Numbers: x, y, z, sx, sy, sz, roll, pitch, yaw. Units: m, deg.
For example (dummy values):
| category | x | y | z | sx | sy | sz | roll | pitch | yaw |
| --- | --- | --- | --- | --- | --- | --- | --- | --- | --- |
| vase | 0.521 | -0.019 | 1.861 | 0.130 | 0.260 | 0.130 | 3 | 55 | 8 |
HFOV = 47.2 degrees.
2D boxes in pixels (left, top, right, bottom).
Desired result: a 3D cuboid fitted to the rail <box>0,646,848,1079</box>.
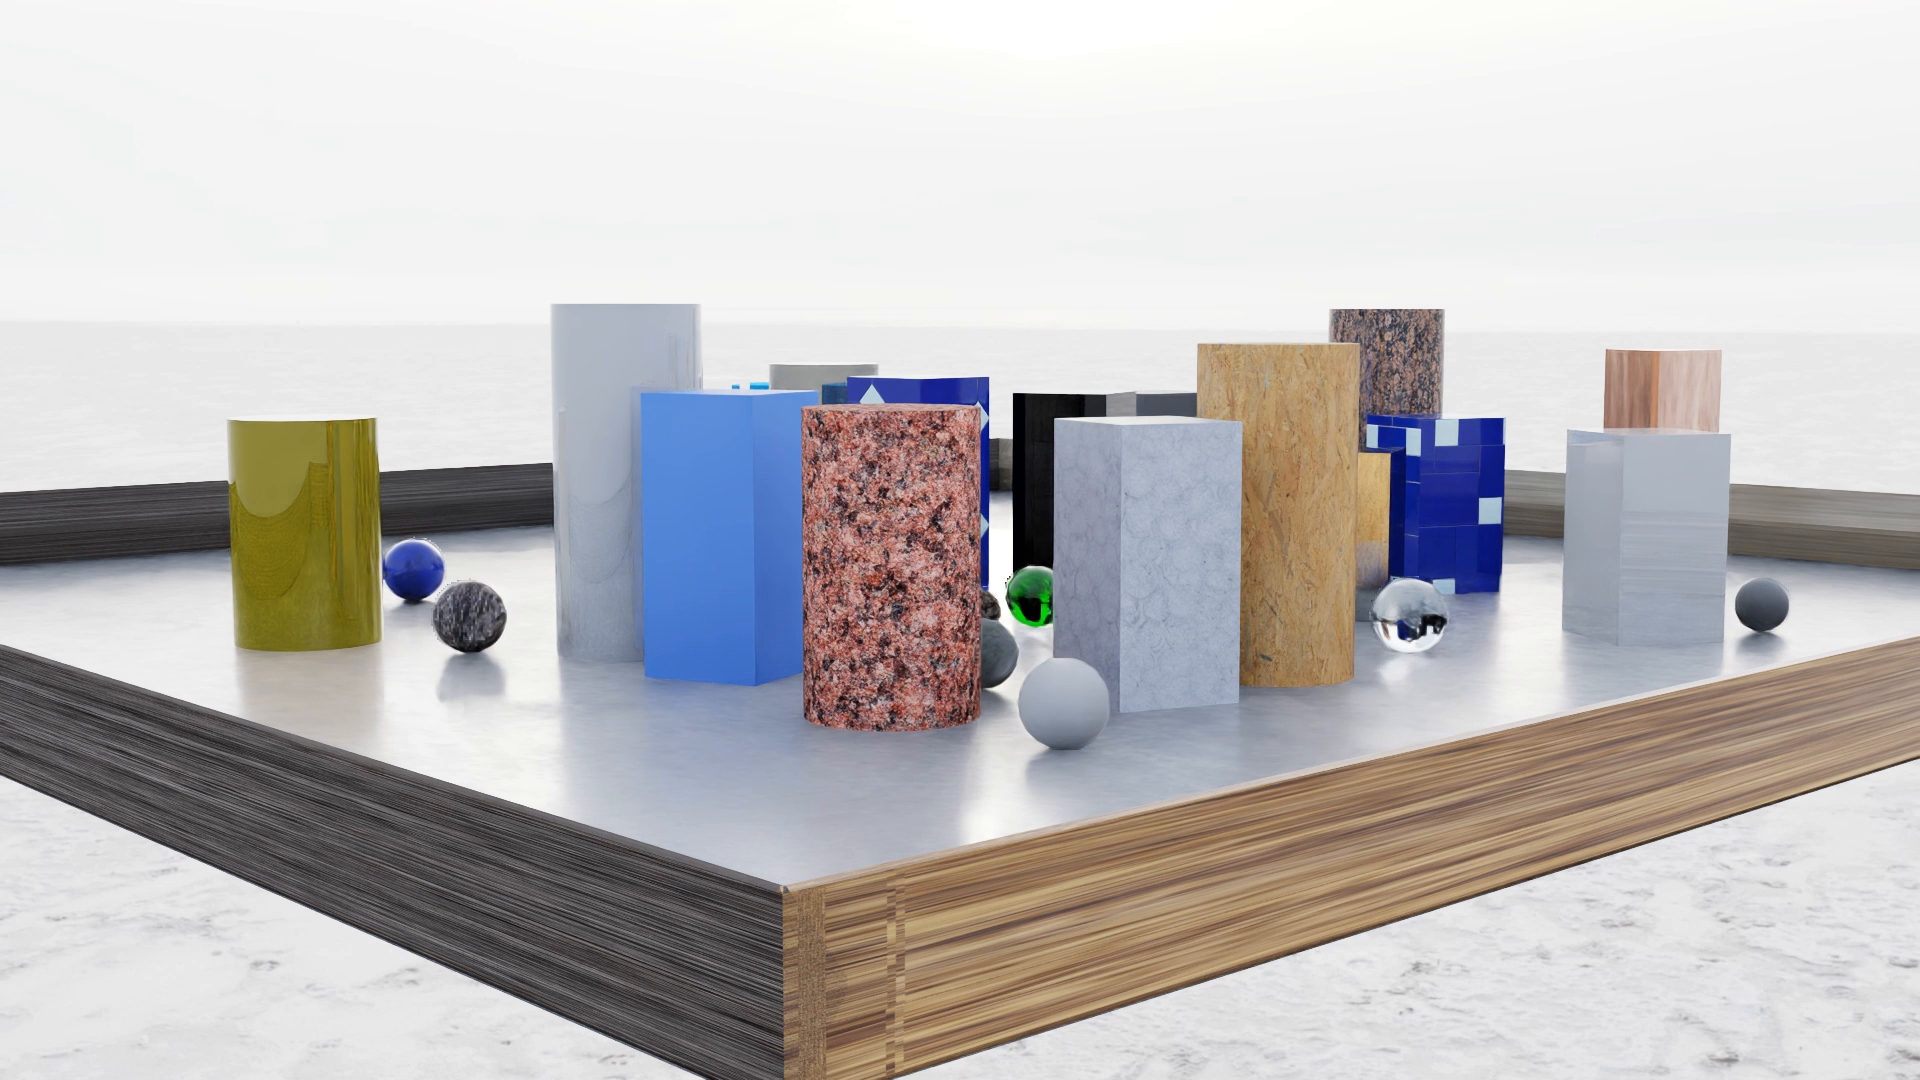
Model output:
| category | x | y | z | sx | sy | sz | roll | pitch | yaw |
| --- | --- | --- | --- | --- | --- | --- | --- | --- | --- |
| rail | -1.096 | 0.138 | 2.326 | 0.045 | 0.127 | 2.997 | -5 | 8 | -42 |

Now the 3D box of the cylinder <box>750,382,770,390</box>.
| category | x | y | z | sx | sy | sz | roll | pitch | yaw |
| --- | --- | --- | --- | --- | --- | --- | --- | --- | --- |
| cylinder | -0.355 | -0.154 | 4.287 | 0.195 | 0.301 | 0.195 | 0 | 6 | 0 |

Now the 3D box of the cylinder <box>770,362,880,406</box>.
| category | x | y | z | sx | sy | sz | roll | pitch | yaw |
| --- | --- | --- | --- | --- | --- | --- | --- | --- | --- |
| cylinder | -0.240 | -0.138 | 3.905 | 0.195 | 0.350 | 0.195 | 0 | 6 | 0 |

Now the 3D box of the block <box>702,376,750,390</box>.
| category | x | y | z | sx | sy | sz | roll | pitch | yaw |
| --- | --- | --- | --- | --- | --- | --- | --- | --- | --- |
| block | -0.449 | -0.113 | 3.768 | 0.156 | 0.329 | 0.156 | -2 | 6 | -15 |

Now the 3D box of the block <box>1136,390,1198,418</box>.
| category | x | y | z | sx | sy | sz | roll | pitch | yaw |
| --- | --- | --- | --- | --- | --- | --- | --- | --- | --- |
| block | 0.337 | -0.110 | 3.863 | 0.156 | 0.301 | 0.156 | -4 | 7 | -33 |

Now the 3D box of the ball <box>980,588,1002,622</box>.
| category | x | y | z | sx | sy | sz | roll | pitch | yaw |
| --- | --- | --- | --- | --- | --- | --- | --- | --- | --- |
| ball | 0.024 | 0.098 | 3.011 | 0.065 | 0.065 | 0.065 | 0 | 6 | 0 |

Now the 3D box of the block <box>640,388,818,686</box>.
| category | x | y | z | sx | sy | sz | roll | pitch | yaw |
| --- | --- | --- | --- | --- | --- | --- | --- | --- | --- |
| block | -0.279 | -0.009 | 2.693 | 0.156 | 0.345 | 0.156 | 3 | 7 | 26 |

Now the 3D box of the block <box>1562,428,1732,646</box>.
| category | x | y | z | sx | sy | sz | roll | pitch | yaw |
| --- | --- | --- | --- | --- | --- | --- | --- | --- | --- |
| block | 0.933 | -0.008 | 2.998 | 0.156 | 0.280 | 0.156 | -1 | 6 | -12 |

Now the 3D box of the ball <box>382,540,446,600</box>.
| category | x | y | z | sx | sy | sz | roll | pitch | yaw |
| --- | --- | --- | --- | --- | --- | --- | --- | --- | --- |
| ball | -0.838 | 0.046 | 3.373 | 0.095 | 0.095 | 0.095 | 0 | 6 | 0 |

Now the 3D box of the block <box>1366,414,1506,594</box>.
| category | x | y | z | sx | sy | sz | roll | pitch | yaw |
| --- | --- | --- | --- | --- | --- | --- | --- | --- | --- |
| block | 0.758 | -0.060 | 3.517 | 0.156 | 0.276 | 0.156 | -2 | 6 | -21 |

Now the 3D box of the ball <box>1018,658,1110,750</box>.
| category | x | y | z | sx | sy | sz | roll | pitch | yaw |
| --- | --- | --- | --- | --- | --- | --- | --- | --- | --- |
| ball | 0.105 | 0.166 | 2.232 | 0.094 | 0.094 | 0.094 | 0 | 6 | 0 |

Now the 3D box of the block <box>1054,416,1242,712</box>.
| category | x | y | z | sx | sy | sz | roll | pitch | yaw |
| --- | --- | --- | --- | --- | --- | --- | --- | --- | --- |
| block | 0.213 | 0.022 | 2.522 | 0.156 | 0.319 | 0.156 | -3 | 7 | -26 |

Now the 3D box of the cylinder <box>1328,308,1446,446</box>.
| category | x | y | z | sx | sy | sz | roll | pitch | yaw |
| --- | --- | --- | --- | --- | --- | --- | --- | --- | --- |
| cylinder | 0.725 | -0.171 | 3.756 | 0.195 | 0.446 | 0.195 | 0 | 6 | 0 |

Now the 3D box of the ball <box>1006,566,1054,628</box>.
| category | x | y | z | sx | sy | sz | roll | pitch | yaw |
| --- | --- | --- | --- | --- | --- | --- | --- | --- | --- |
| ball | 0.107 | 0.079 | 3.089 | 0.087 | 0.087 | 0.087 | 0 | 6 | 0 |

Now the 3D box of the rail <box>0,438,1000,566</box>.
| category | x | y | z | sx | sy | sz | roll | pitch | yaw |
| --- | --- | --- | --- | --- | --- | --- | --- | --- | --- |
| rail | -1.000 | -0.080 | 4.410 | 3.031 | 0.127 | 0.045 | -5 | 8 | -42 |

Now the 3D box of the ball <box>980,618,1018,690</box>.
| category | x | y | z | sx | sy | sz | roll | pitch | yaw |
| --- | --- | --- | --- | --- | --- | --- | --- | --- | --- |
| ball | 0.028 | 0.134 | 2.589 | 0.083 | 0.083 | 0.083 | 0 | 6 | 0 |

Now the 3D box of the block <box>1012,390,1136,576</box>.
| category | x | y | z | sx | sy | sz | roll | pitch | yaw |
| --- | --- | --- | --- | --- | --- | --- | --- | --- | --- |
| block | 0.185 | -0.082 | 3.542 | 0.156 | 0.313 | 0.156 | 2 | 6 | 22 |

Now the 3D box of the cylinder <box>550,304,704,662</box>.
| category | x | y | z | sx | sy | sz | roll | pitch | yaw |
| --- | --- | --- | --- | --- | --- | --- | --- | --- | --- |
| cylinder | -0.431 | -0.081 | 2.864 | 0.195 | 0.452 | 0.195 | 0 | 6 | 0 |

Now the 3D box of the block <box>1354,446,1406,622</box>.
| category | x | y | z | sx | sy | sz | roll | pitch | yaw |
| --- | --- | --- | --- | --- | --- | --- | --- | --- | --- |
| block | 0.562 | -0.013 | 3.223 | 0.156 | 0.242 | 0.156 | 2 | 6 | 20 |

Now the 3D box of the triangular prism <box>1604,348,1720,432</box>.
| category | x | y | z | sx | sy | sz | roll | pitch | yaw |
| --- | --- | --- | --- | --- | --- | --- | --- | --- | --- |
| triangular prism | 1.059 | -0.103 | 3.409 | 0.169 | 0.383 | 0.146 | -5 | 8 | -38 |

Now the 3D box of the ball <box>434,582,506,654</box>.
| category | x | y | z | sx | sy | sz | roll | pitch | yaw |
| --- | --- | --- | --- | --- | --- | --- | --- | --- | --- |
| ball | -0.637 | 0.100 | 2.859 | 0.094 | 0.094 | 0.094 | 0 | 6 | 0 |

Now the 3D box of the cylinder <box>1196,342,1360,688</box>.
| category | x | y | z | sx | sy | sz | roll | pitch | yaw |
| --- | --- | --- | --- | --- | --- | --- | --- | --- | --- |
| cylinder | 0.385 | -0.037 | 2.678 | 0.195 | 0.404 | 0.195 | 0 | 6 | 0 |

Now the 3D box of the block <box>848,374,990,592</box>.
| category | x | y | z | sx | sy | sz | roll | pitch | yaw |
| --- | --- | --- | --- | --- | --- | --- | --- | --- | --- |
| block | -0.064 | -0.083 | 3.422 | 0.156 | 0.341 | 0.156 | 5 | 8 | 42 |

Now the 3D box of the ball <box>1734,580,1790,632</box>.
| category | x | y | z | sx | sy | sz | roll | pitch | yaw |
| --- | --- | --- | --- | --- | --- | --- | --- | --- | --- |
| ball | 1.112 | 0.091 | 3.051 | 0.073 | 0.073 | 0.073 | 0 | 6 | 0 |

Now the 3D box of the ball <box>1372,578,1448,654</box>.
| category | x | y | z | sx | sy | sz | roll | pitch | yaw |
| --- | --- | --- | --- | --- | --- | --- | --- | --- | --- |
| ball | 0.584 | 0.099 | 2.856 | 0.097 | 0.097 | 0.097 | 0 | 6 | 0 |

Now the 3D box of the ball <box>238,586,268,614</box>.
| category | x | y | z | sx | sy | sz | roll | pitch | yaw |
| --- | --- | --- | --- | --- | --- | --- | --- | --- | --- |
| ball | -1.038 | 0.087 | 3.227 | 0.042 | 0.042 | 0.042 | 0 | 6 | 0 |

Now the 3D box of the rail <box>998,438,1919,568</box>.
| category | x | y | z | sx | sy | sz | roll | pitch | yaw |
| --- | --- | --- | --- | --- | --- | --- | --- | --- | --- |
| rail | 1.096 | -0.072 | 4.338 | 0.045 | 0.127 | 2.997 | -5 | 8 | -42 |

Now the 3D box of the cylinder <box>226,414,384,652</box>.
| category | x | y | z | sx | sy | sz | roll | pitch | yaw |
| --- | --- | --- | --- | --- | --- | --- | --- | --- | --- |
| cylinder | -0.878 | -0.014 | 2.954 | 0.195 | 0.301 | 0.195 | 0 | 6 | 0 |

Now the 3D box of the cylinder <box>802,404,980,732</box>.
| category | x | y | z | sx | sy | sz | roll | pitch | yaw |
| --- | --- | --- | --- | --- | --- | --- | --- | --- | --- |
| cylinder | -0.075 | 0.024 | 2.408 | 0.195 | 0.339 | 0.195 | 0 | 6 | 0 |

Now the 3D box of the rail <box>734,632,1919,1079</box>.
| category | x | y | z | sx | sy | sz | roll | pitch | yaw |
| --- | --- | --- | --- | --- | --- | --- | --- | --- | --- |
| rail | 1.000 | 0.146 | 2.254 | 3.031 | 0.127 | 0.045 | -5 | 8 | -42 |

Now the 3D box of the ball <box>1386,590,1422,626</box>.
| category | x | y | z | sx | sy | sz | roll | pitch | yaw |
| --- | --- | --- | --- | --- | --- | --- | --- | --- | --- |
| ball | 0.626 | 0.096 | 3.102 | 0.051 | 0.051 | 0.051 | 0 | 6 | 0 |
